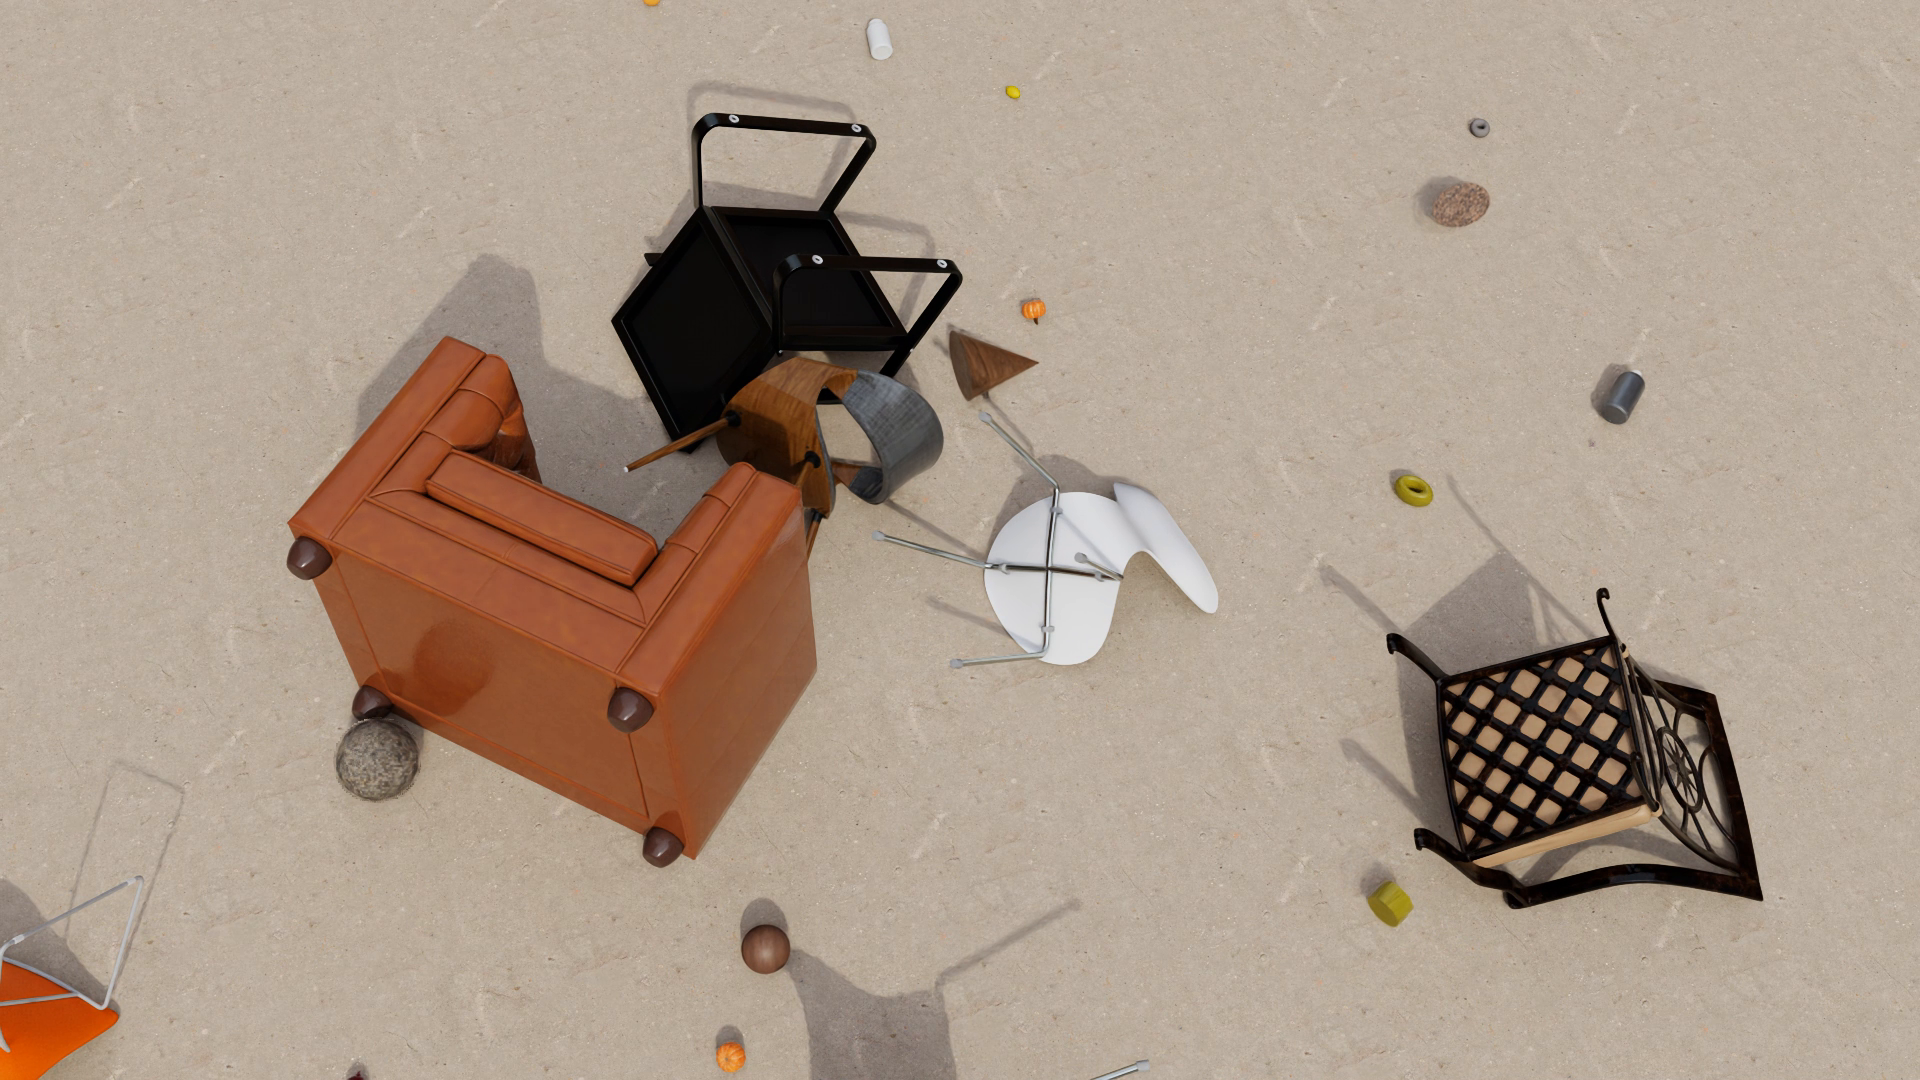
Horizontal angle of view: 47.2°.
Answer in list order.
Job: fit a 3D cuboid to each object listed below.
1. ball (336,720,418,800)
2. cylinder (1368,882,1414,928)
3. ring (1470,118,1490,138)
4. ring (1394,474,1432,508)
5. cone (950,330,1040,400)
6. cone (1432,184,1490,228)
[{"bbox_3d":[-1.599,0.605,6.036,0.220,0.220,0.220,0,56,0],"label":"ball"},{"bbox_3d":[1.149,0.971,5.864,0.065,0.094,0.105,-40,95,-23],"label":"cylinder"},{"bbox_3d":[1.773,-1.405,7.497,0.066,0.033,0.072,-9,58,-5],"label":"ring"},{"bbox_3d":[1.370,-0.148,6.639,0.125,0.058,0.085,31,59,17],"label":"ring"},{"bbox_3d":[0.127,-0.553,6.908,0.265,0.125,0.275,-4,53,-19],"label":"cone"},{"bbox_3d":[1.623,-1.120,7.286,0.232,0.145,0.124,-11,23,-24],"label":"cone"}]
